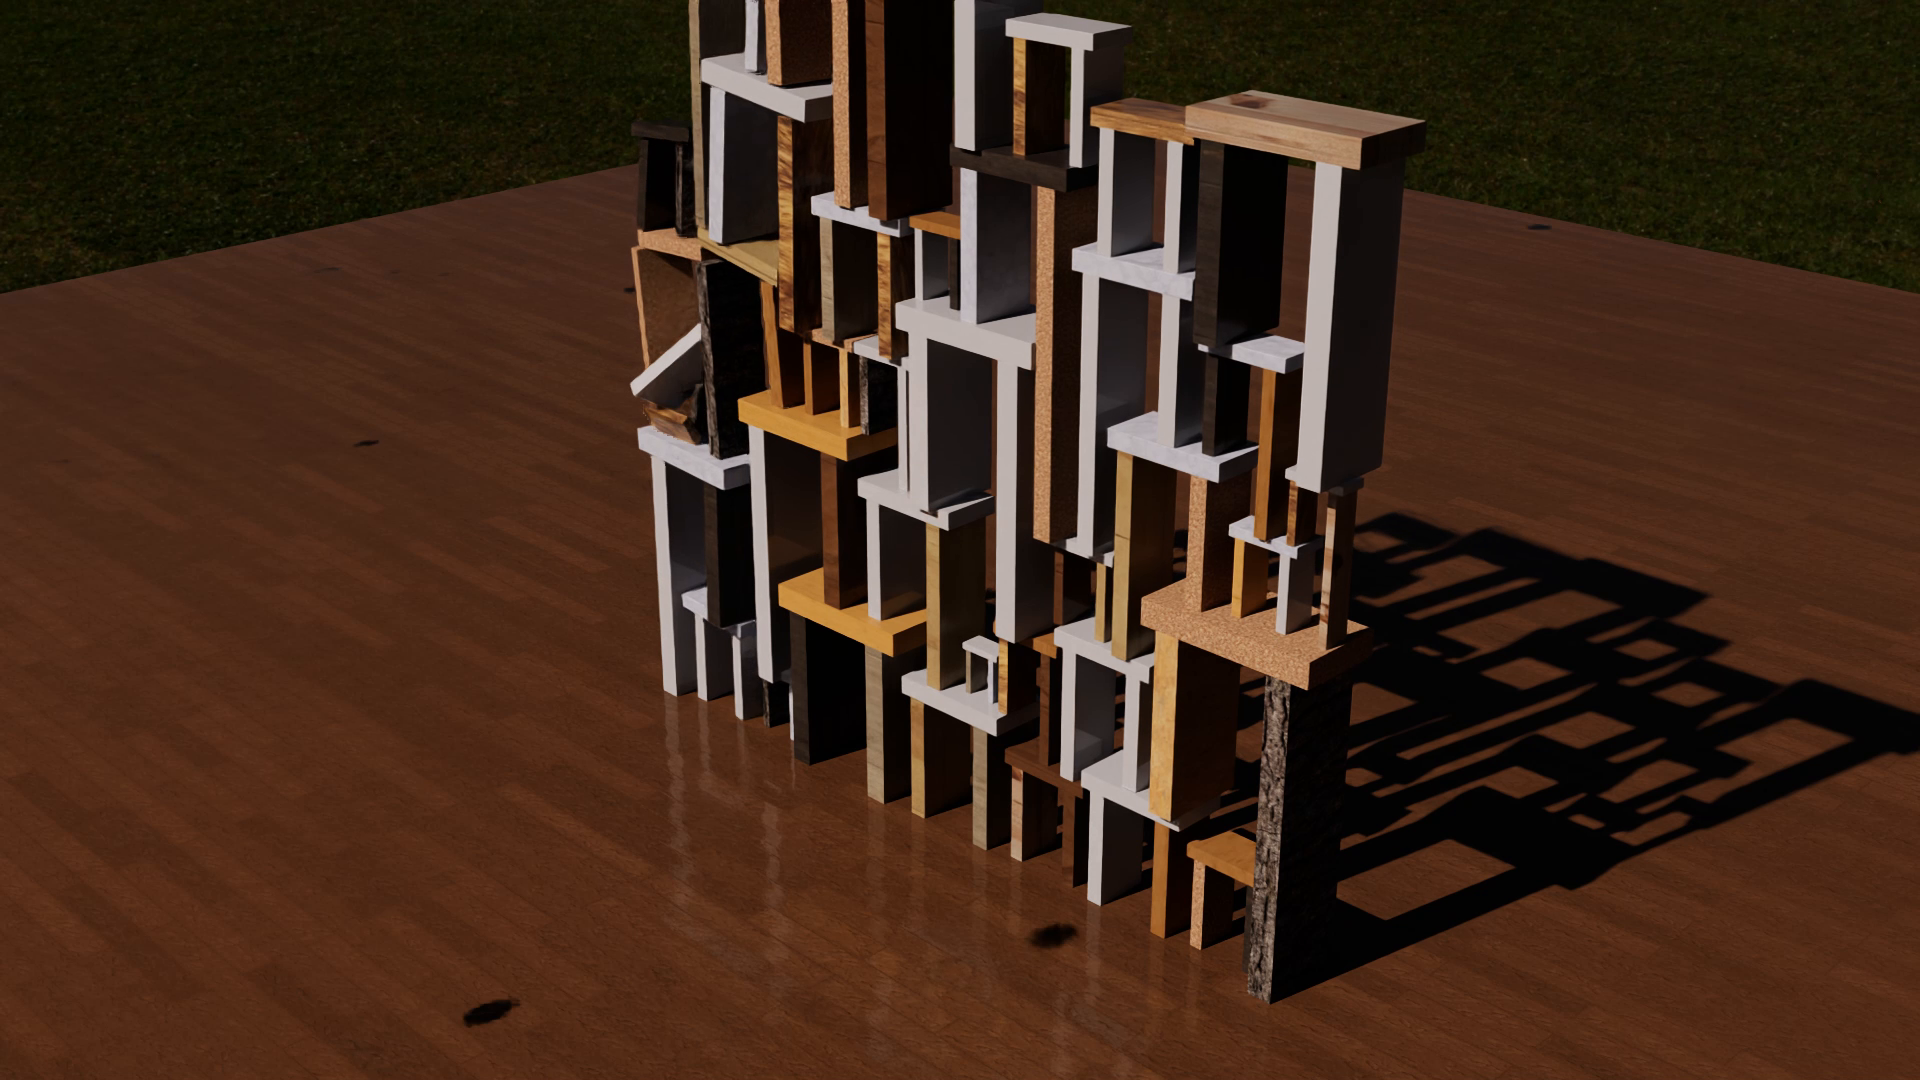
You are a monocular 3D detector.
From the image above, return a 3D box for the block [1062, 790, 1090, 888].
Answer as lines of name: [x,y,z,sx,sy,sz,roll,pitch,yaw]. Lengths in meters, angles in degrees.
block: [0.241,0.553,4.199,0.029,0.202,0.101,21,31,41]

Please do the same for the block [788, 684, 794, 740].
block: [-0.336,0.363,4.737,0.019,0.131,0.066,21,31,40]

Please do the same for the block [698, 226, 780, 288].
block: [-0.398,-0.581,4.416,0.128,0.036,0.256,-20,38,-39]

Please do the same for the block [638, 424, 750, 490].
block: [-0.528,-0.192,4.692,0.164,0.046,0.328,-18,29,-36]

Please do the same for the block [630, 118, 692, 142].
block: [-0.577,-0.842,4.514,0.097,0.028,0.194,-17,23,-41]

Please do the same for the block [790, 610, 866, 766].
block: [-0.273,0.287,4.644,0.172,0.345,0.049,-21,31,-41]

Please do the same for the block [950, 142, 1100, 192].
block: [0.129,-0.656,3.800,0.139,0.039,0.277,-21,31,-40]

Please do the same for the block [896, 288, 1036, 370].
block: [0.063,-0.389,3.994,0.171,0.049,0.343,-21,31,-41]

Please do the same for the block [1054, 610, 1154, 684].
block: [0.294,0.193,3.993,0.114,0.032,0.229,-21,31,-40]

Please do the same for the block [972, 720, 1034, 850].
block: [0.085,0.467,4.326,0.037,0.262,0.131,21,31,41]

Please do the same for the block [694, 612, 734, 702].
block: [-0.538,0.245,4.912,0.030,0.212,0.106,21,31,39]

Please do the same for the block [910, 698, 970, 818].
block: [-0.038,0.418,4.439,0.037,0.262,0.131,21,31,41]

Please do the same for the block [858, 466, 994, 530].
block: [-0.066,-0.086,4.265,0.126,0.036,0.252,-21,31,-41]

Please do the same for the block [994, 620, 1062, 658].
block: [0.149,0.176,4.137,0.162,0.023,0.081,21,31,41]

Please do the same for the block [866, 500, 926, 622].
block: [-0.126,0.023,4.375,0.126,0.252,0.036,-21,31,-41]

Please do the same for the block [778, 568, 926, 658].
block: [-0.192,0.137,4.492,0.172,0.049,0.345,-21,31,-40]

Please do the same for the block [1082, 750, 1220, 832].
block: [0.349,0.458,4.037,0.235,0.033,0.117,21,31,40]

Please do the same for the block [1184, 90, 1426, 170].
block: [0.529,-0.633,3.383,0.166,0.047,0.332,-22,31,-40]

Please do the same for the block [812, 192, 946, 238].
block: [-0.154,-0.617,4.126,0.239,0.034,0.120,21,31,40]

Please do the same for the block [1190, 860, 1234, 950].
block: [0.461,0.648,4.004,0.025,0.180,0.090,21,31,41]

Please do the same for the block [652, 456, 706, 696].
block: [-0.593,0.060,4.888,0.046,0.570,0.164,21,31,40]

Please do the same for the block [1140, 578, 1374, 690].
block: [0.503,0.148,3.744,0.179,0.051,0.358,-21,31,-41]

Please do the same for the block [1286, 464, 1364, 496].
block: [0.586,-0.100,3.538,0.057,0.016,0.113,-21,31,-40]

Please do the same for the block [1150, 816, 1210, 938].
block: [0.405,0.603,4.038,0.117,0.235,0.033,-21,31,-41]

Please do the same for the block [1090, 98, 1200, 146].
block: [0.328,-0.681,3.571,0.214,0.030,0.107,20,30,39]

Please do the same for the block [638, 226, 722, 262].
block: [-0.557,-0.623,4.584,0.118,0.034,0.237,-17,24,-37]

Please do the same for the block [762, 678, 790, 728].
block: [-0.398,0.338,4.796,0.066,0.131,0.019,-20,30,-39]

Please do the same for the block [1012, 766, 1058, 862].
block: [0.146,0.516,4.286,0.101,0.202,0.029,-21,31,-41]

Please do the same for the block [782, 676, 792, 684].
block: [-0.366,0.281,4.738,0.131,0.019,0.066,21,31,40]

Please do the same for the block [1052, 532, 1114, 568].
block: [0.243,0.008,3.968,0.076,0.022,0.153,-21,31,-40]

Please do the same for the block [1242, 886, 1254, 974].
block: [0.546,0.681,3.926,0.025,0.180,0.090,21,31,41]

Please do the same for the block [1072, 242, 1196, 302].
block: [0.328,-0.457,3.678,0.261,0.037,0.131,21,31,40]

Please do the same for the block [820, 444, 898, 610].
block: [-0.200,-0.039,4.425,0.164,0.328,0.047,-21,31,-40]

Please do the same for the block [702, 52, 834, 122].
block: [-0.339,-0.873,4.220,0.155,0.044,0.310,-20,37,-40]

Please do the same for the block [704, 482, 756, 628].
block: [-0.461,0.012,4.691,0.164,0.328,0.046,-18,31,-36]

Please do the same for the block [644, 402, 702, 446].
block: [-0.610,-0.247,4.677,0.134,0.067,0.019,21,59,41]

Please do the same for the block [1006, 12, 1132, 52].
block: [0.181,-0.848,3.666,0.196,0.028,0.098,21,31,41]

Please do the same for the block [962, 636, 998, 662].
block: [0.054,0.211,4.250,0.091,0.013,0.045,21,31,41]

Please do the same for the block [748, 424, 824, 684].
block: [-0.355,0.012,4.616,0.047,0.572,0.164,21,31,40]

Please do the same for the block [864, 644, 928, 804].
block: [-0.111,0.350,4.494,0.172,0.345,0.049,-21,31,-41]

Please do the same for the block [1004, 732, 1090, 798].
block: [0.193,0.429,4.197,0.101,0.029,0.202,-21,31,-41]

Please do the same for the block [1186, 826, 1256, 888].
block: [0.504,0.570,3.925,0.180,0.025,0.090,21,31,41]

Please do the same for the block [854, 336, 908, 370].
block: [-0.120,-0.359,4.201,0.080,0.023,0.159,-21,31,-41]

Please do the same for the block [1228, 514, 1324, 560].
block: [0.525,-0.007,3.656,0.071,0.020,0.141,-21,31,-41]

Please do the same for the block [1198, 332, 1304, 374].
block: [0.483,-0.311,3.565,0.176,0.025,0.088,21,31,41]

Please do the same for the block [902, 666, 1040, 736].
block: [0.023,0.305,4.324,0.262,0.037,0.131,21,31,41]

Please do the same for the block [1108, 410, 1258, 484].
block: [0.382,-0.160,3.737,0.243,0.034,0.121,21,31,40]

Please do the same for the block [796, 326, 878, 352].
block: [-0.237,-0.403,4.308,0.158,0.022,0.079,21,31,40]

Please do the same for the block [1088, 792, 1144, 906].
block: [0.294,0.560,4.140,0.033,0.235,0.117,21,31,41]

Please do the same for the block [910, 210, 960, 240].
block: [-0.021,-0.573,3.996,0.134,0.019,0.067,21,31,40]

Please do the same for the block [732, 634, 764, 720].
block: [-0.442,0.282,4.824,0.106,0.212,0.030,-16,28,-34]

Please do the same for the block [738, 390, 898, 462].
block: [-0.277,-0.242,4.424,0.164,0.047,0.329,-21,31,-40]

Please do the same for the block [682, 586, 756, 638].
block: [-0.503,0.151,4.817,0.106,0.030,0.212,-20,31,-38]
